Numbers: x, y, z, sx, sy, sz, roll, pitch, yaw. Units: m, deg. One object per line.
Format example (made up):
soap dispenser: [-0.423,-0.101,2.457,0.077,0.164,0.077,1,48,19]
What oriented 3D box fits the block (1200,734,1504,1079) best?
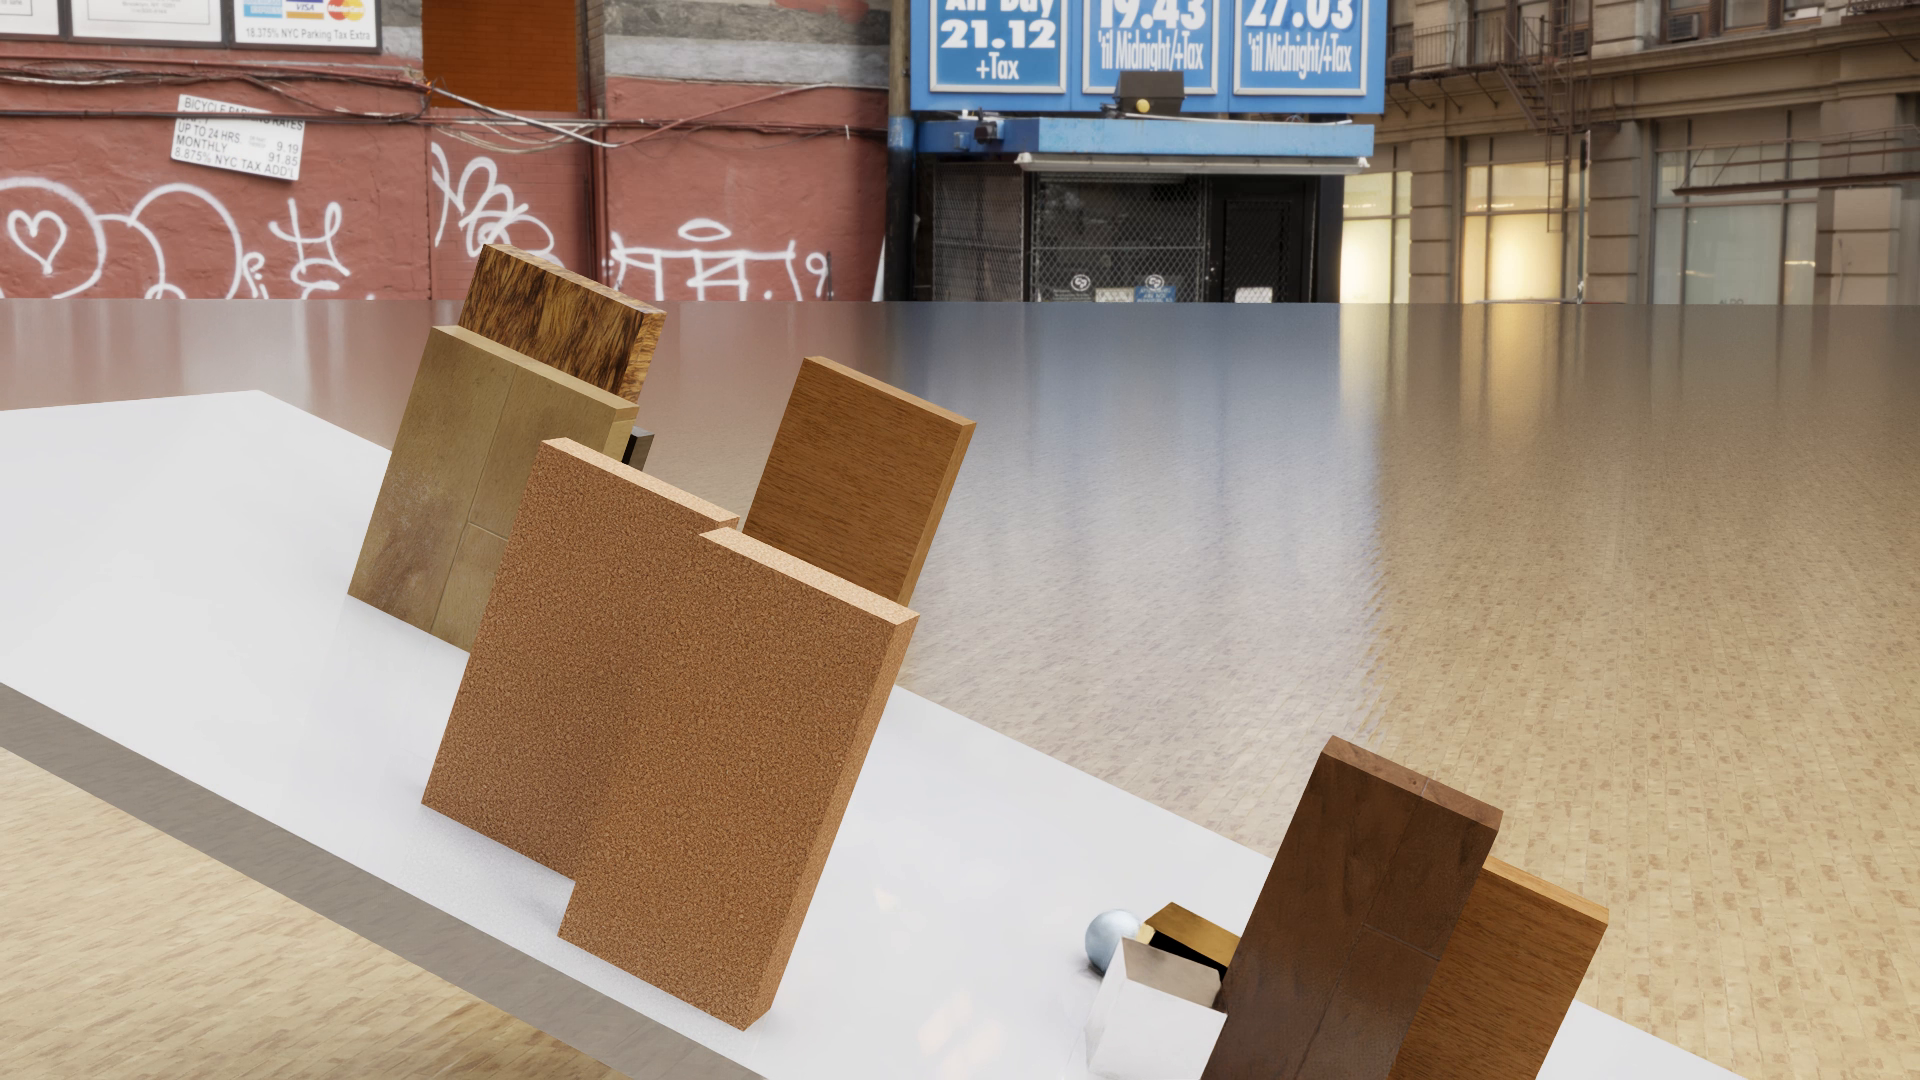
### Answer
block: [0.634,0.671,3.652,0.303,0.607,0.139,24,13,13]

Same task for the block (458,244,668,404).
block: [-0.925,-0.222,4.661,0.392,0.711,0.108,24,13,13]

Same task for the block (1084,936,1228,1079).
block: [0.320,0.793,3.632,0.174,0.174,0.174,20,13,-3]

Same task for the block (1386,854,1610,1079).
block: [0.848,0.784,3.803,0.365,0.483,0.095,24,13,13]

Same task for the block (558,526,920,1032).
block: [-0.335,0.355,3.282,0.327,0.669,0.107,24,13,13]

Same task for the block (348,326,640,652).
block: [-0.928,-0.077,4.358,0.424,0.576,0.102,24,13,13]

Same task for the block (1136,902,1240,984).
block: [0.391,0.766,3.874,0.167,0.167,0.167,25,13,19]

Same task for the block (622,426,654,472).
block: [-0.922,-0.106,4.830,0.386,0.429,0.087,24,13,13]

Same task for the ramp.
ramp: [-0.316,0.565,4.200,4.000,0.100,2.000,24,13,13]

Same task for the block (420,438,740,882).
block: [-0.617,0.198,3.545,0.326,0.646,0.083,24,13,13]

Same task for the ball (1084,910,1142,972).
ball: [0.284,0.728,3.980,0.117,0.117,0.117,0,7,0]

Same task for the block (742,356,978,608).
block: [-0.271,-0.021,4.935,0.394,0.681,0.108,24,13,13]
